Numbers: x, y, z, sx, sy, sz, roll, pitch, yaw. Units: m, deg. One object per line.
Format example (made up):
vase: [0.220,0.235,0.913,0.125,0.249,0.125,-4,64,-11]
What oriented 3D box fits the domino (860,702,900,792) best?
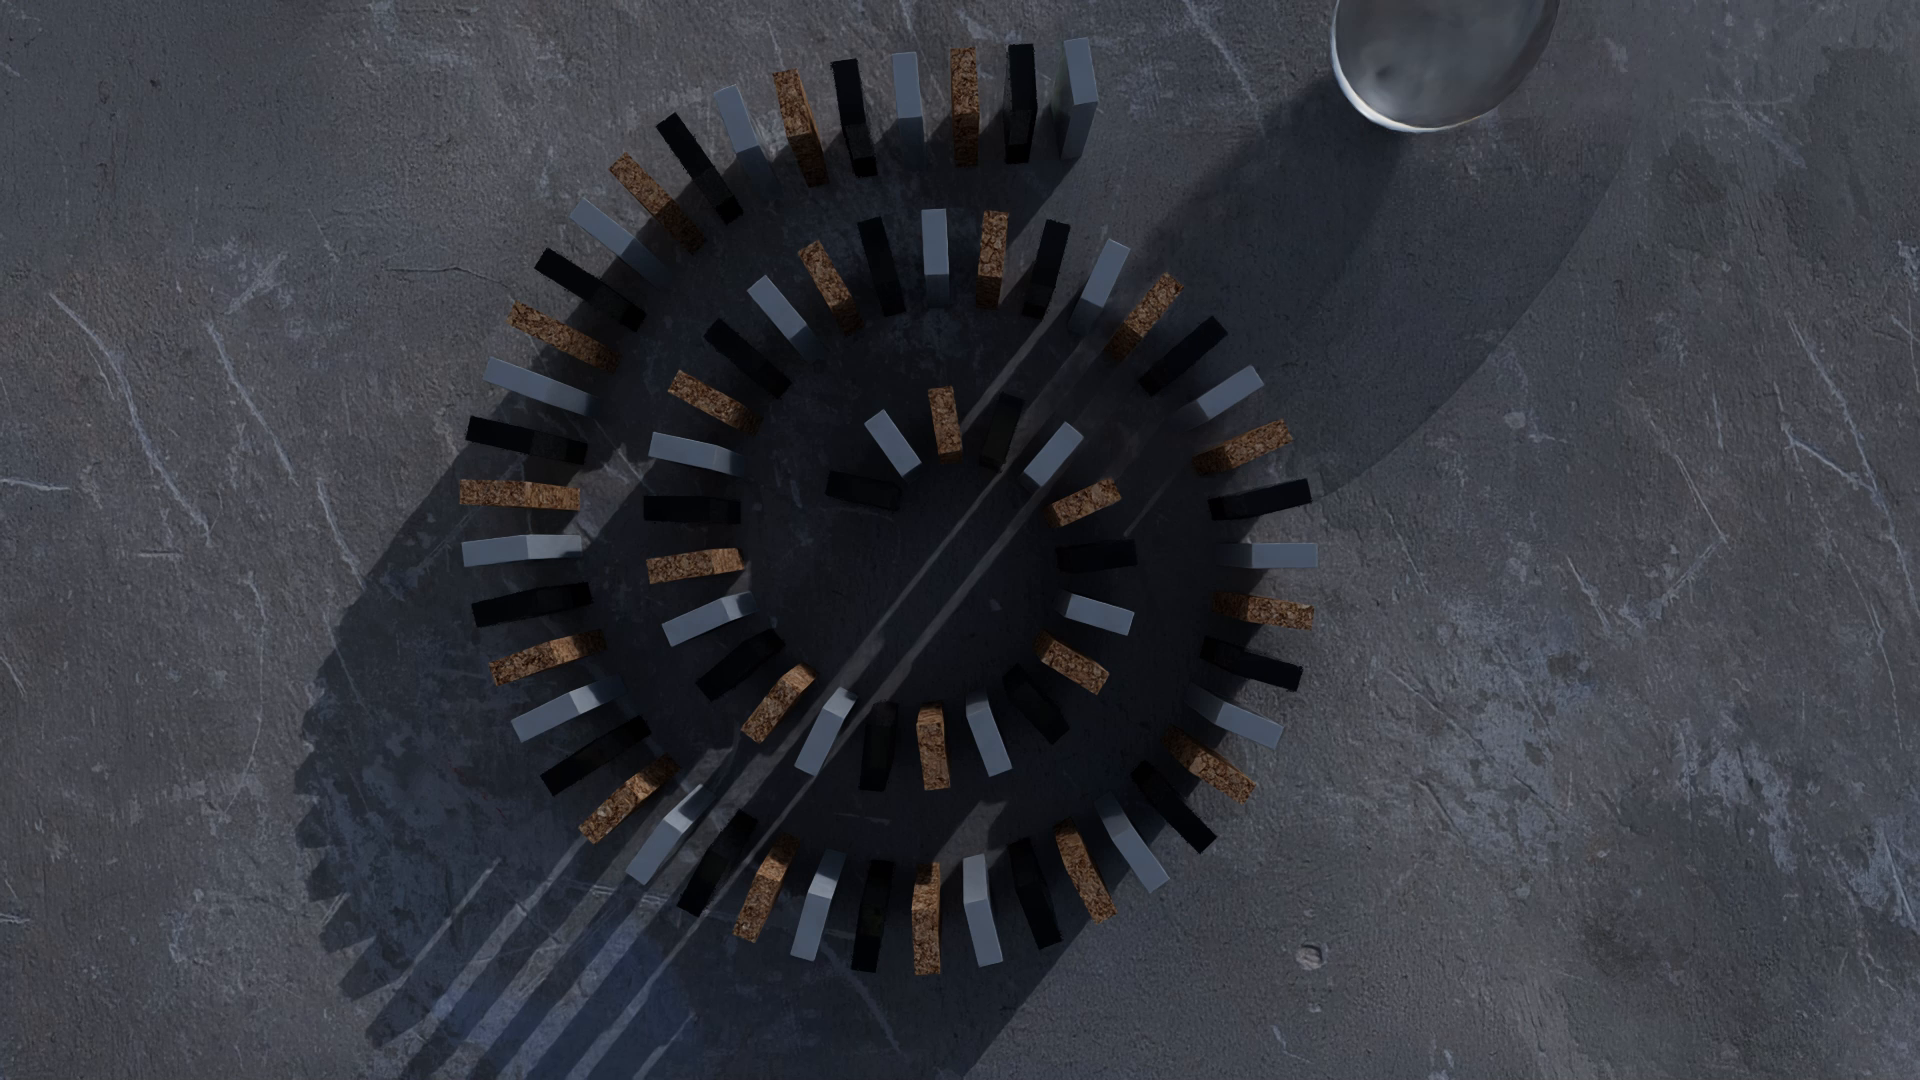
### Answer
domino: [-0.033,0.083,0.375,0.009,0.050,0.025,6,90,0]

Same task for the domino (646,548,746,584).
domino: [-0.107,0.010,0.375,0.025,0.050,0.009,-9,90,0]

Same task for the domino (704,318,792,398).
domino: [-0.086,-0.073,0.375,0.025,0.050,0.009,41,90,0]

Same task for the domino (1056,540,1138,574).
domino: [0.055,0.007,0.375,0.025,0.050,0.009,-8,90,0]

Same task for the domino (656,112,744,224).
domino: [-0.105,-0.151,0.375,0.009,0.050,0.025,-35,90,0]

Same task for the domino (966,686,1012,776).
domino: [0.011,0.077,0.375,0.010,0.050,0.025,-21,90,0]

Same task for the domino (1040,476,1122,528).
domino: [0.049,-0.015,0.375,0.025,0.050,0.009,-25,90,0]

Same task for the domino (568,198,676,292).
domino: [-0.137,-0.120,0.375,0.025,0.050,0.009,38,90,0]

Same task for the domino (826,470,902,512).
domino: [-0.038,-0.019,0.375,0.025,0.050,0.010,12,90,0]

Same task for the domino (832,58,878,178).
domino: [-0.042,-0.171,0.375,0.009,0.050,0.025,-8,90,0]

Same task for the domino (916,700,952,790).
domino: [-0.010,0.083,0.375,0.009,0.050,0.025,-8,90,0]

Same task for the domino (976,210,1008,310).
domino: [0.013,-0.113,0.375,0.009,0.050,0.025,6,90,0]

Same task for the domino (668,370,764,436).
domino: [-0.099,-0.055,0.375,0.025,0.050,0.010,29,90,0]

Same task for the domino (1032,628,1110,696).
domino: [0.044,0.049,0.375,0.025,0.050,0.010,32,90,0]

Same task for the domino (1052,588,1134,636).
domino: [0.053,0.029,0.375,0.025,0.050,0.010,17,90,0]

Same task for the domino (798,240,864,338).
domino: [-0.052,-0.102,0.375,0.010,0.050,0.025,-30,90,0]

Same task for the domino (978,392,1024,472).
domino: [0.016,-0.043,0.375,0.010,0.050,0.025,18,90,0]

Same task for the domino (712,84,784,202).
domino: [-0.086,-0.161,0.375,0.009,0.050,0.025,-21,90,0]

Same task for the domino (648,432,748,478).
domino: [-0.106,-0.034,0.375,0.025,0.050,0.009,12,90,0]

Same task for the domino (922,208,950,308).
domino: [-0.010,-0.114,0.375,0.010,0.050,0.025,-3,90,0]

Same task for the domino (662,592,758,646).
domino: [-0.101,0.032,0.375,0.025,0.050,0.010,-24,90,0]

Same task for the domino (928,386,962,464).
domino: [-0.006,-0.046,0.375,0.010,0.050,0.025,-9,90,0]

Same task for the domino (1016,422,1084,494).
domino: [0.036,-0.033,0.375,0.009,0.050,0.025,40,90,0]

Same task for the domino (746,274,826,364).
domino: [-0.070,-0.089,0.375,0.009,0.050,0.025,-40,90,0]

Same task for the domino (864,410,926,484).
domino: [-0.026,-0.037,0.375,0.010,0.050,0.025,-36,90,0]

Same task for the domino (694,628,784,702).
domino: [-0.089,0.050,0.375,0.025,0.050,0.009,-41,90,0]

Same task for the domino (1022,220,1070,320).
domino: [0.035,-0.109,0.375,0.010,0.050,0.025,14,90,0]

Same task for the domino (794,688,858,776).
domino: [-0.054,0.077,0.375,0.010,0.050,0.025,26,90,0]

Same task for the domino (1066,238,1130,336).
domino: [0.056,-0.102,0.375,0.010,0.050,0.025,25,90,0]

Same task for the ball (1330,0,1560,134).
ball: [0.188,-0.203,0.360,0.080,0.080,0.080,0,90,0]

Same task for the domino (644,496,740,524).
domino: [-0.108,-0.012,0.375,0.025,0.050,0.010,1,90,0]

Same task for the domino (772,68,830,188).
domino: [-0.064,-0.167,0.375,0.009,0.050,0.025,-13,90,0]

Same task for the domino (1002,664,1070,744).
domino: [0.030,0.066,0.375,0.009,0.050,0.025,-42,90,0]

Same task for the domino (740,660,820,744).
domino: [-0.073,0.065,0.375,0.009,0.050,0.025,38,90,0]

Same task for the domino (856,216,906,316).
domino: [-0.031,-0.111,0.375,0.010,0.050,0.025,-16,90,0]

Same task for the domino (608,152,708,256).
domino: [-0.122,-0.136,0.375,0.009,0.050,0.025,-45,90,0]
